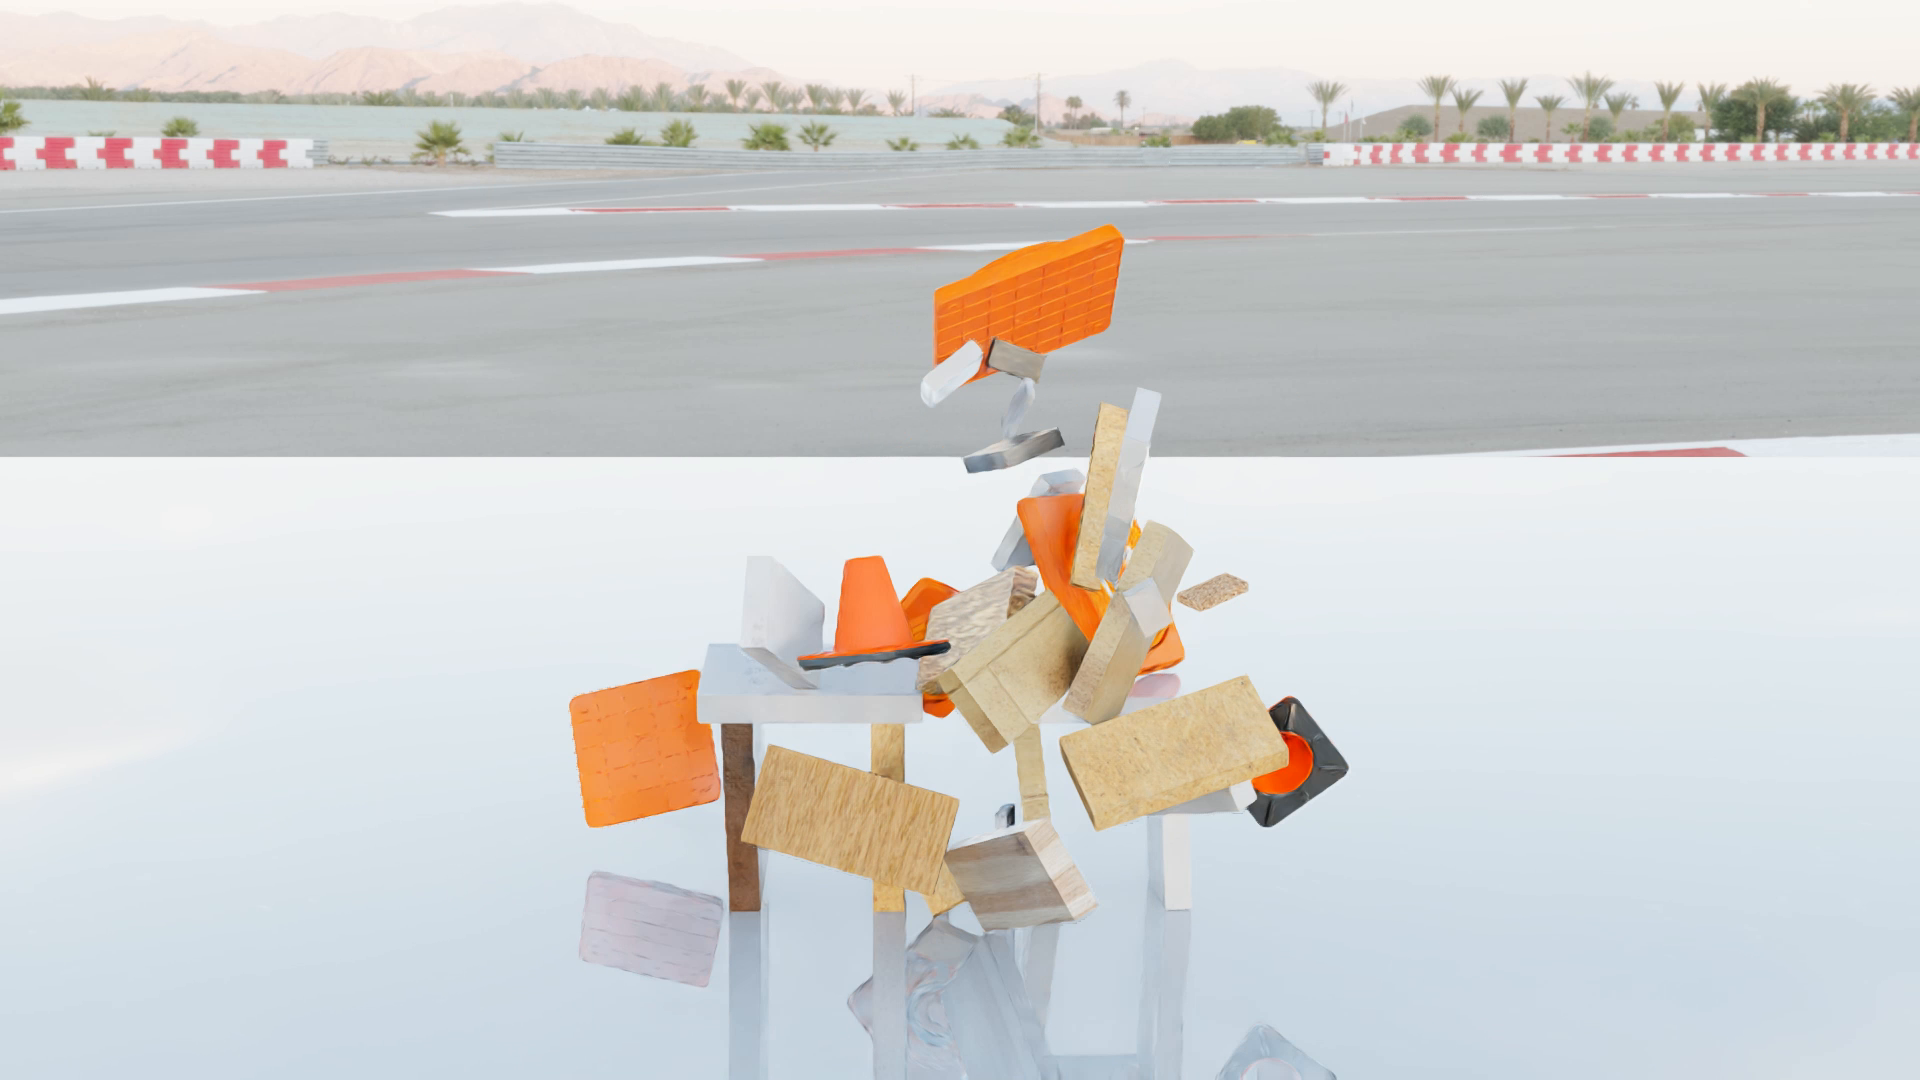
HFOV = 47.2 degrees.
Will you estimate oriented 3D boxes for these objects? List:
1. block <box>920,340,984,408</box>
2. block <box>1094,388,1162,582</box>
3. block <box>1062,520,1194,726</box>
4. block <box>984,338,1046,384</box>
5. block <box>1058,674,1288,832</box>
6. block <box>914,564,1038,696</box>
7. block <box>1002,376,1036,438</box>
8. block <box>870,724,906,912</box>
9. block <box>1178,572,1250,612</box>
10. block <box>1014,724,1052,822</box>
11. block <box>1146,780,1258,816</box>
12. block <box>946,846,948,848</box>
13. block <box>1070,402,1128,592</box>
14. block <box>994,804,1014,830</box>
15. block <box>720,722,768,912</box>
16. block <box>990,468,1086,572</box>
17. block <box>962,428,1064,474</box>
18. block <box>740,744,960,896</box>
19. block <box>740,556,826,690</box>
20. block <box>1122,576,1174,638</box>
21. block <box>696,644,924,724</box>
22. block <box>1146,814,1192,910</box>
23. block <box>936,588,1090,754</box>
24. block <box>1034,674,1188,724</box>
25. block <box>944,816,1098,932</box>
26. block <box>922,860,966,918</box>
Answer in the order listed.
[{"bbox_3d":[-0.014,-0.257,3.431,0.097,0.028,0.194,-38,-2,-4],"label":"block"},{"bbox_3d":[0.249,-0.080,3.266,0.037,0.263,0.131,13,39,5],"label":"block"},{"bbox_3d":[0.242,0.125,3.142,0.037,0.294,0.131,23,-5,24],"label":"block"},{"bbox_3d":[0.090,-0.292,3.590,0.094,0.047,0.013,18,-3,-22],"label":"block"},{"bbox_3d":[0.298,0.296,3.075,0.286,0.041,0.143,-18,48,-7],"label":"block"},{"bbox_3d":[0.023,0.140,3.340,0.039,0.138,0.275,21,-24,-22],"label":"block"},{"bbox_3d":[0.094,-0.213,3.558,0.013,0.094,0.047,15,38,-19],"label":"block"},{"bbox_3d":[-0.116,0.409,3.592,0.050,0.351,0.176,0,25,0],"label":"block"},{"bbox_3d":[0.346,0.071,3.002,0.091,0.013,0.045,-21,31,-32],"label":"block"},{"bbox_3d":[0.124,0.435,3.639,0.044,0.313,0.157,-7,11,1],"label":"block"},{"bbox_3d":[0.313,0.337,3.296,0.041,0.143,0.286,-27,7,-33],"label":"block"},{"bbox_3d":[-0.029,0.519,3.659,0.020,0.143,0.072,0,11,0],"label":"block"},{"bbox_3d":[0.222,-0.070,3.512,0.047,0.321,0.013,16,-24,-12],"label":"block"},{"bbox_3d":[0.074,0.518,3.658,0.020,0.143,0.072,2,9,12],"label":"block"},{"bbox_3d":[-0.350,0.410,3.593,0.050,0.351,0.176,0,24,0],"label":"block"},{"bbox_3d":[0.131,-0.033,3.703,0.097,0.194,0.028,-12,50,-47],"label":"block"},{"bbox_3d":[0.081,-0.137,3.411,0.097,0.028,0.194,-23,6,-17],"label":"block"},{"bbox_3d":[-0.151,0.387,3.043,0.275,0.138,0.039,16,-5,3],"label":"block"},{"bbox_3d":[-0.266,0.128,3.320,0.039,0.138,0.275,-1,-17,13],"label":"block"},{"bbox_3d":[0.263,0.095,3.069,0.045,0.091,0.013,-30,44,-1],"label":"block"},{"bbox_3d":[-0.234,0.227,3.508,0.351,0.050,0.175,0,25,0],"label":"block"},{"bbox_3d":[0.342,0.436,3.637,0.044,0.313,0.157,-4,11,-5],"label":"block"},{"bbox_3d":[0.086,0.182,3.095,0.037,0.131,0.263,-37,0,42],"label":"block"},{"bbox_3d":[0.210,0.259,3.599,0.313,0.044,0.157,0,11,-2],"label":"block"},{"bbox_3d":[0.080,0.503,3.278,0.041,0.143,0.480,-29,-3,-18],"label":"block"},{"bbox_3d":[0.004,0.546,3.565,0.143,0.072,0.020,-28,-22,-5],"label":"block"}]
